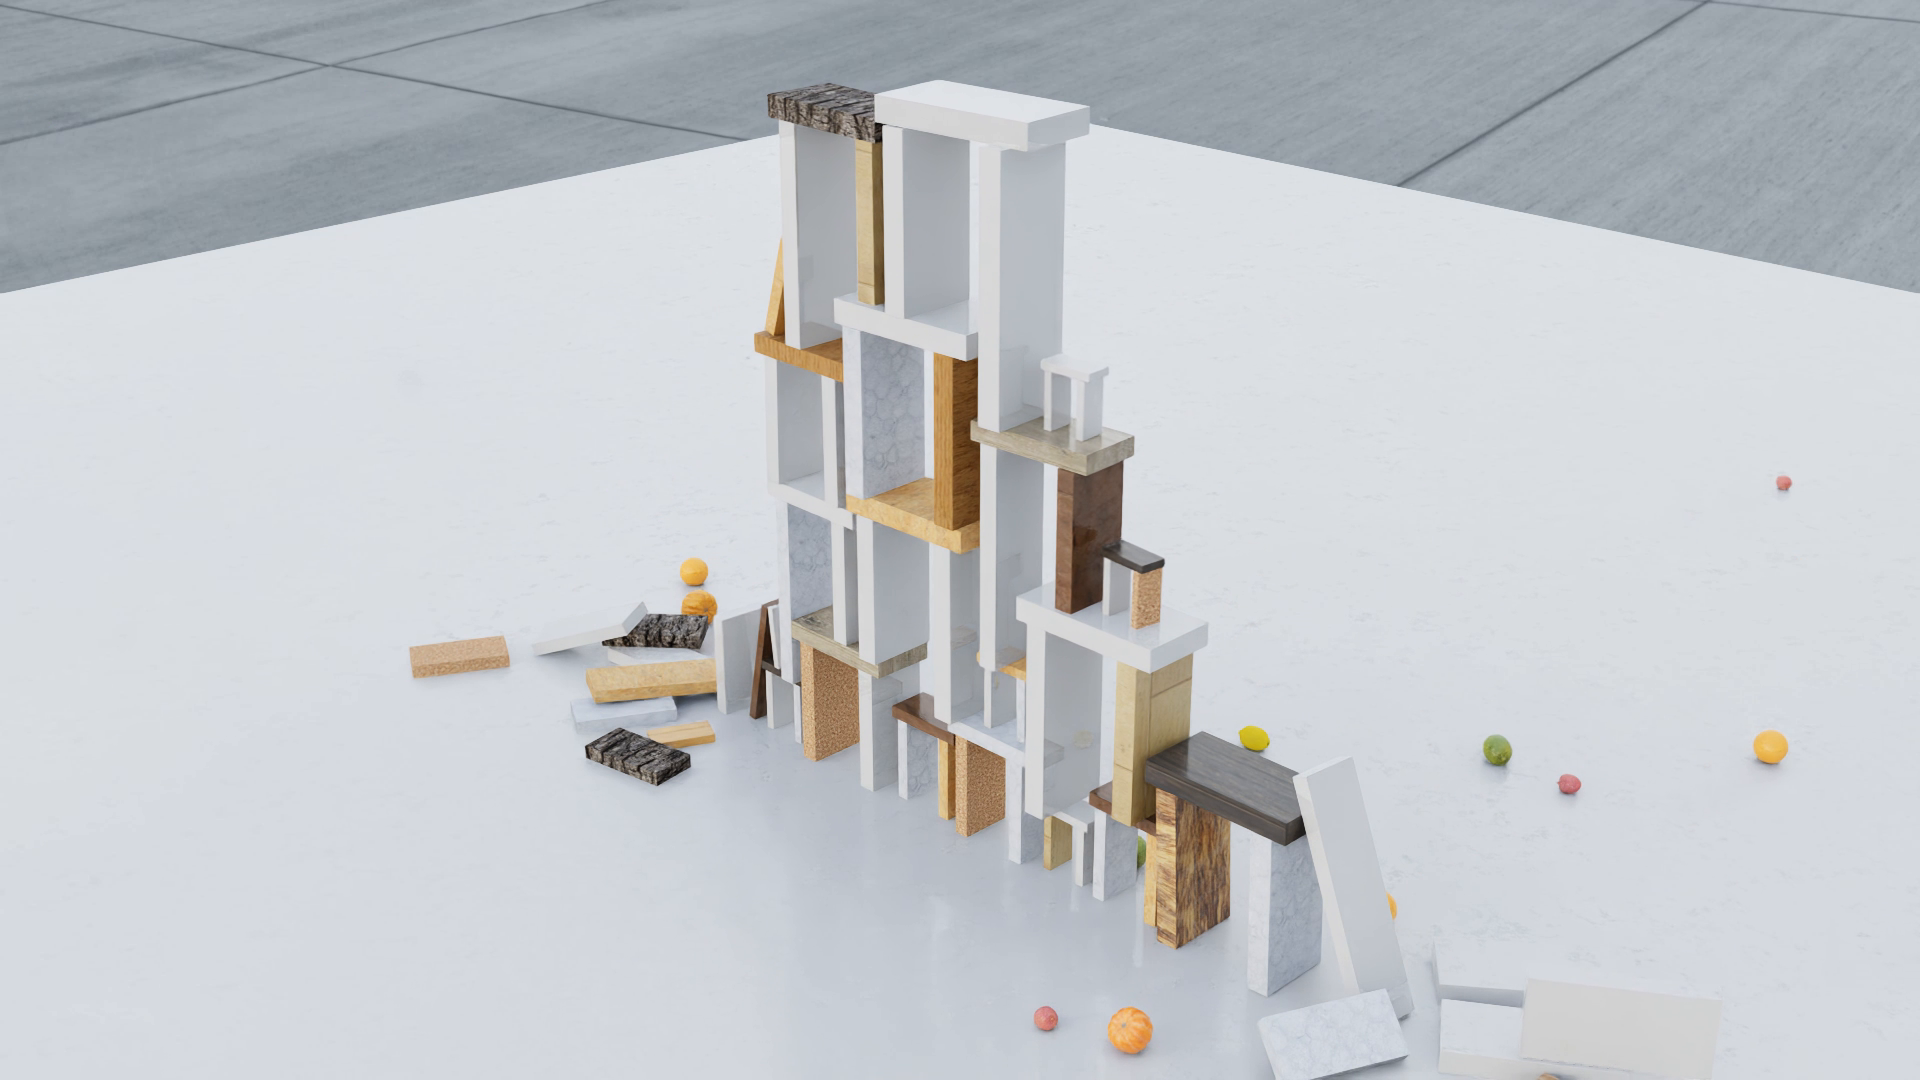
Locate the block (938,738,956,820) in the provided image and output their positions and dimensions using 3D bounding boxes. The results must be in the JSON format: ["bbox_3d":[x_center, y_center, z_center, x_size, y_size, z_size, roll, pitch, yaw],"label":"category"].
[{"bbox_3d":[-0.002,0.468,4.432,0.088,0.176,0.025,-21,31,-41],"label":"block"}]

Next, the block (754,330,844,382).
[{"bbox_3d":[-0.269,-0.376,4.352,0.134,0.038,0.268,-21,31,-40],"label":"block"}]

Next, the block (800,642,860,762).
[{"bbox_3d":[-0.271,0.322,4.657,0.038,0.270,0.135,21,31,41],"label":"block"}]

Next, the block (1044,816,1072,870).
[{"bbox_3d":[0.190,0.571,4.255,0.018,0.125,0.063,21,31,40],"label":"block"}]

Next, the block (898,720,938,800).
[{"bbox_3d":[-0.085,0.436,4.508,0.025,0.176,0.088,21,31,41],"label":"block"}]

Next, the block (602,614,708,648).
[{"bbox_3d":[-0.712,0.211,5.138,0.230,0.033,0.115,1,23,3],"label":"block"}]

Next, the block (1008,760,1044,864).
[{"bbox_3d":[0.145,0.511,4.276,0.110,0.220,0.031,-21,31,-41],"label":"block"}]

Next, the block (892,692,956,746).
[{"bbox_3d":[-0.044,0.359,4.431,0.176,0.025,0.088,21,31,41],"label":"block"}]

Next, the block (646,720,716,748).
[{"bbox_3d":[-0.601,0.423,4.740,0.135,0.019,0.067,-8,24,-18],"label":"block"}]

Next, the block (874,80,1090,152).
[{"bbox_3d":[0.037,-0.751,3.881,0.348,0.049,0.174,19,29,36],"label":"block"}]

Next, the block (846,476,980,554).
[{"bbox_3d":[-0.056,-0.058,4.253,0.312,0.044,0.156,21,31,40],"label":"block"}]

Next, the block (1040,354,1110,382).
[{"bbox_3d":[0.203,-0.305,3.889,0.112,0.016,0.056,20,30,38],"label":"block"}]

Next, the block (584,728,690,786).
[{"bbox_3d":[-0.681,0.457,4.647,0.207,0.029,0.103,16,28,33],"label":"block"}]

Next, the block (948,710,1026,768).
[{"bbox_3d":[0.092,0.375,4.274,0.110,0.031,0.220,-21,31,-40],"label":"block"}]

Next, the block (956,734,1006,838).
[{"bbox_3d":[0.041,0.470,4.371,0.110,0.220,0.031,-21,31,-40],"label":"block"}]

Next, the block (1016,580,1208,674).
[{"bbox_3d":[0.274,0.146,3.983,0.320,0.045,0.160,21,31,40],"label":"block"}]

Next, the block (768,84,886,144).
[{"bbox_3d":[-0.203,-0.799,4.108,0.153,0.043,0.307,-20,30,-39],"label":"block"}]

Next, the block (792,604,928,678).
[{"bbox_3d":[-0.209,0.205,4.538,0.135,0.038,0.270,-21,31,-40],"label":"block"}]

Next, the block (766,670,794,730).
[{"bbox_3d":[-0.388,0.337,4.790,0.069,0.138,0.020,-21,31,-41],"label":"block"}]

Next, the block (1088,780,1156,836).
[{"bbox_3d":[0.341,0.496,4.072,0.095,0.027,0.190,-21,30,-40],"label":"block"}]

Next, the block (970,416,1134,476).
[{"bbox_3d":[0.166,-0.184,3.961,0.271,0.038,0.135,19,30,38],"label":"block"}]

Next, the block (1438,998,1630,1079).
[{"bbox_3d":[0.962,0.851,3.699,0.304,0.043,0.152,5,23,11],"label":"block"}]

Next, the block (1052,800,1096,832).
[{"bbox_3d":[0.218,0.517,4.199,0.063,0.018,0.125,-21,30,-40],"label":"block"}]

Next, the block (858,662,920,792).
[{"bbox_3d":[-0.144,0.372,4.539,0.135,0.270,0.038,-21,31,-40],"label":"block"}]

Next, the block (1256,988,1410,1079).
[{"bbox_3d":[0.624,0.833,3.672,0.233,0.033,0.117,-8,63,-19],"label":"block"}]

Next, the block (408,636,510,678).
[{"bbox_3d":[-1.158,0.270,5.085,0.218,0.031,0.109,-7,24,-16],"label":"block"}]

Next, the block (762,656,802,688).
[{"bbox_3d":[-0.356,0.277,4.729,0.069,0.020,0.138,-21,31,-40],"label":"block"}]

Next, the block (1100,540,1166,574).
[{"bbox_3d":[0.305,0.030,3.898,0.055,0.016,0.110,-17,28,-35],"label":"block"}]

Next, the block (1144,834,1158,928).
[{"bbox_3d":[0.384,0.613,4.073,0.027,0.190,0.095,21,31,40],"label":"block"}]

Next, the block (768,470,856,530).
[{"bbox_3d":[-0.257,-0.092,4.467,0.131,0.037,0.263,-21,31,-40],"label":"block"}]

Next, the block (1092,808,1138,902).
[{"bbox_3d":[0.295,0.579,4.154,0.027,0.190,0.095,21,31,40],"label":"block"}]

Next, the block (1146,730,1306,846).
[{"bbox_3d":[0.497,0.434,3.874,0.157,0.044,0.313,-21,31,-40],"label":"block"}]

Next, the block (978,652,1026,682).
[{"bbox_3d":[0.105,0.233,4.200,0.135,0.019,0.068,21,31,40],"label":"block"}]

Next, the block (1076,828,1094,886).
[{"bbox_3d":[0.250,0.594,4.201,0.063,0.125,0.018,-21,31,-40],"label":"block"}]

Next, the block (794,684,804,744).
[{"bbox_3d":[-0.323,0.363,4.729,0.069,0.138,0.020,-21,31,-40],"label":"block"}]

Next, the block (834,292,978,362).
[{"bbox_3d":[-0.055,-0.412,4.099,0.339,0.048,0.170,20,30,39],"label":"block"}]
